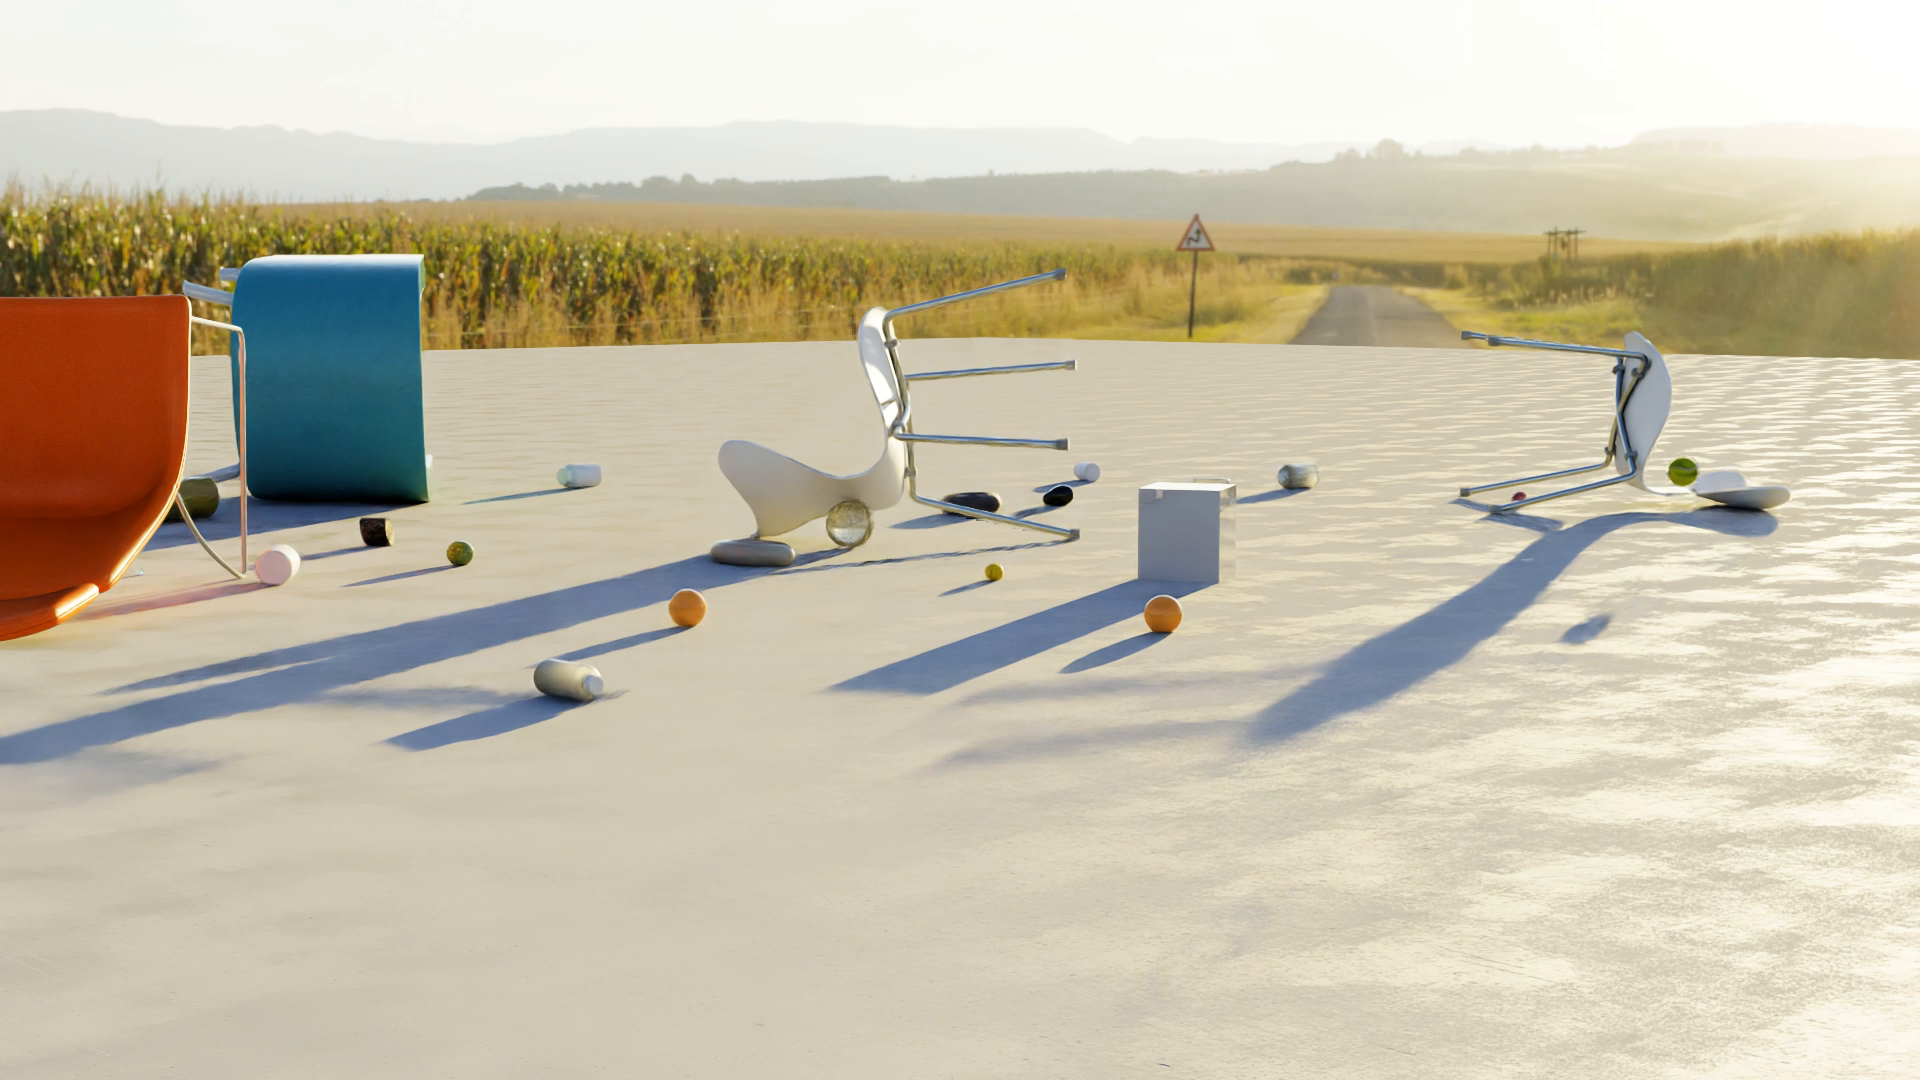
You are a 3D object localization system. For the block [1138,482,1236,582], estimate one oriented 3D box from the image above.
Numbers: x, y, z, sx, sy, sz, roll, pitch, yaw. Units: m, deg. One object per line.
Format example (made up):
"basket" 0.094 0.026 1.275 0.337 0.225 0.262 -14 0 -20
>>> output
"block" 0.498 -0.018 5.612 0.180 0.199 0.165 2 6 18

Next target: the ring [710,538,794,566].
"ring" -0.476 0.029 5.880 0.226 0.052 0.131 5 6 34

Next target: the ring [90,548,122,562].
"ring" -1.985 0.035 5.964 0.060 0.022 0.106 2 7 12

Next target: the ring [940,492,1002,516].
"ring" 0.031 -0.102 7.135 0.155 0.055 0.184 4 8 44

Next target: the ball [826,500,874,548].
"ball" -0.267 -0.038 6.218 0.116 0.116 0.116 0 6 0

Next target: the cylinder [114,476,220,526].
"cylinder" -2.127 -0.106 6.888 0.116 0.113 0.256 -12 -2 32

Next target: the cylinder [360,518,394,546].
"cylinder" -1.423 -0.020 6.265 0.066 0.081 0.042 1 42 9
